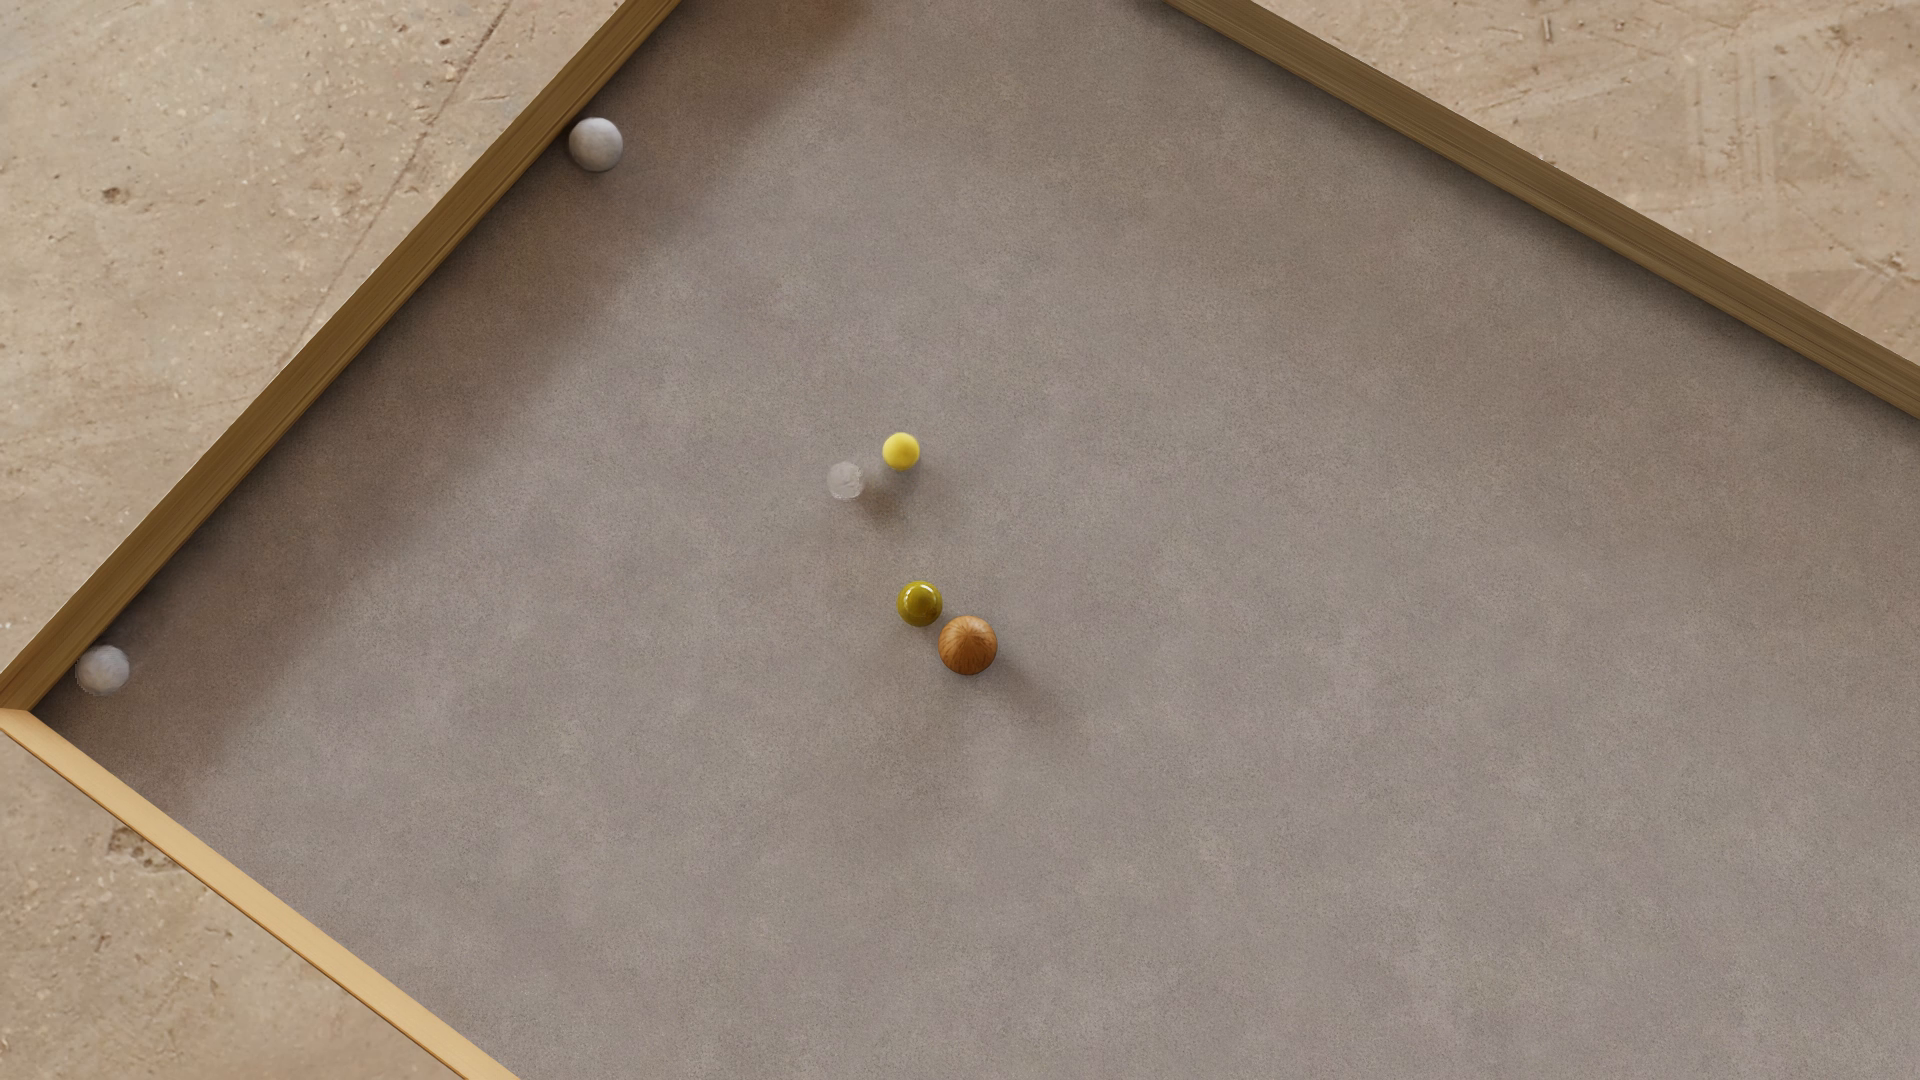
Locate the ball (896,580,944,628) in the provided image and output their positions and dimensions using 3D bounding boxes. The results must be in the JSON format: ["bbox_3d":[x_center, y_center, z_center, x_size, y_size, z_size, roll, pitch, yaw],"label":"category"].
[{"bbox_3d":[-0.064,0.101,3.489,0.074,0.074,0.074,0,66,0],"label":"ball"}]

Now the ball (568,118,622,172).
[{"bbox_3d":[-0.635,-0.689,3.828,0.093,0.093,0.093,0,66,0],"label":"ball"}]

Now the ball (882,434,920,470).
[{"bbox_3d":[-0.097,-0.144,3.605,0.061,0.061,0.061,0,66,0],"label":"ball"}]

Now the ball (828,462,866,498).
[{"bbox_3d":[-0.185,-0.097,3.584,0.060,0.060,0.060,0,66,0],"label":"ball"}]

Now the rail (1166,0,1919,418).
[{"bbox_3d":[1.486,-0.277,3.629,4.214,0.122,0.045,32,70,13],"label":"rail"}]

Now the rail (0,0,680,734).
[{"bbox_3d":[-0.845,-0.548,3.749,0.045,0.122,2.225,32,70,13],"label":"rail"}]

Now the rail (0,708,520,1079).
[{"bbox_3d":[0.243,1.358,2.906,4.214,0.122,0.045,32,70,13],"label":"rail"}]

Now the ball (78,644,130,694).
[{"bbox_3d":[-1.341,0.202,3.443,0.077,0.077,0.077,0,66,0],"label":"ball"}]

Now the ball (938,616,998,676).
[{"bbox_3d":[0.012,0.165,3.450,0.094,0.094,0.094,0,66,0],"label":"ball"}]
